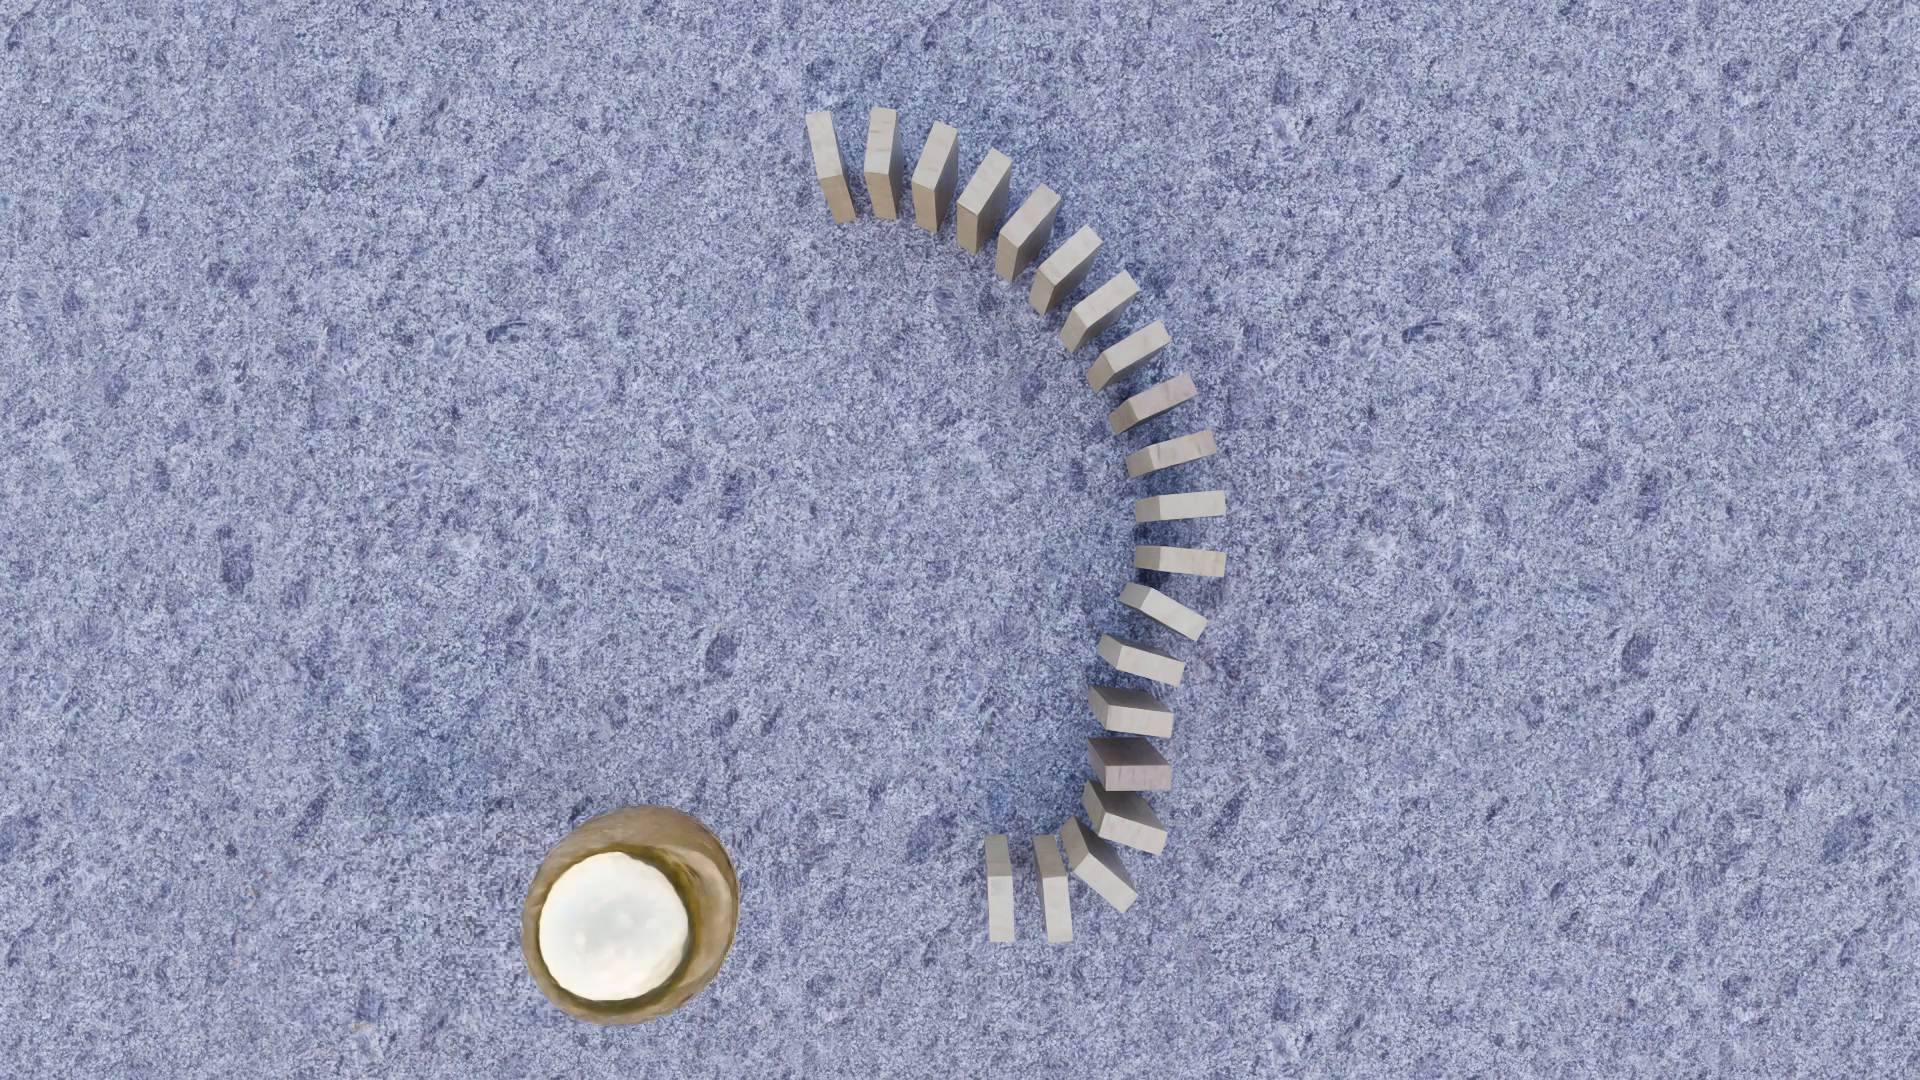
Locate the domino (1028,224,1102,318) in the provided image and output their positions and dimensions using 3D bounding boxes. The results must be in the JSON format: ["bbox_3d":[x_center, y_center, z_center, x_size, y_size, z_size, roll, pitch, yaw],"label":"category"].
[{"bbox_3d":[0.042,-0.109,0.375,0.025,0.050,0.010,-42,90,0],"label":"domino"}]

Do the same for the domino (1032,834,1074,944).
[{"bbox_3d":[0.037,0.141,0.375,0.010,0.050,0.025,-5,90,0],"label":"domino"}]

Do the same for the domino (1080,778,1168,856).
[{"bbox_3d":[0.066,0.112,0.375,0.025,0.050,0.009,18,90,0],"label":"domino"}]

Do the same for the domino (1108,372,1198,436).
[{"bbox_3d":[0.078,-0.055,0.375,0.025,0.050,0.010,-24,90,0],"label":"domino"}]

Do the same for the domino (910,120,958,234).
[{"bbox_3d":[-0.010,-0.147,0.375,0.009,0.050,0.025,22,90,0],"label":"domino"}]

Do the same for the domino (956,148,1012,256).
[{"bbox_3d":[0.009,-0.137,0.375,0.010,0.050,0.025,33,90,0],"label":"domino"}]

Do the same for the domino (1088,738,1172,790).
[{"bbox_3d":[0.068,0.091,0.375,0.025,0.050,0.009,-1,90,0],"label":"domino"}]

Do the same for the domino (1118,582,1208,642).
[{"bbox_3d":[0.082,0.029,0.375,0.025,0.050,0.009,30,90,0],"label":"domino"}]

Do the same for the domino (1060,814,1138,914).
[{"bbox_3d":[0.056,0.131,0.375,0.025,0.050,0.010,41,90,0],"label":"domino"}]

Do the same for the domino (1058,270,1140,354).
[{"bbox_3d":[0.056,-0.092,0.375,0.025,0.050,0.010,-36,90,0],"label":"domino"}]

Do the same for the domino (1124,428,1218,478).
[{"bbox_3d":[0.085,-0.035,0.375,0.025,0.050,0.009,-15,90,0],"label":"domino"}]

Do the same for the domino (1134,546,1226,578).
[{"bbox_3d":[0.089,0.008,0.375,0.025,0.050,0.009,6,90,0],"label":"domino"}]

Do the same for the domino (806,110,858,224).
[{"bbox_3d":[-0.052,-0.151,0.375,0.009,0.050,0.025,-12,90,0],"label":"domino"}]

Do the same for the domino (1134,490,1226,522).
[{"bbox_3d":[0.089,-0.013,0.375,0.025,0.050,0.009,-5,90,0],"label":"domino"}]

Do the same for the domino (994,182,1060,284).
[{"bbox_3d":[0.027,-0.124,0.375,0.010,0.050,0.025,41,90,0],"label":"domino"}]

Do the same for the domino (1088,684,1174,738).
[{"bbox_3d":[0.069,0.069,0.375,0.025,0.050,0.010,7,90,0],"label":"domino"}]

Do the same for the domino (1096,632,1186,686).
[{"bbox_3d":[0.073,0.048,0.375,0.025,0.050,0.009,16,90,0],"label":"domino"}]

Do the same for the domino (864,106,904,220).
[{"bbox_3d":[-0.031,-0.153,0.375,0.010,0.050,0.025,8,90,0],"label":"domino"}]

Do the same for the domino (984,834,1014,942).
[{"bbox_3d":[0.016,0.141,0.375,0.009,0.050,0.025,-2,90,0],"label":"domino"}]

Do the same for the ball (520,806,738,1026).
[{"bbox_3d":[-0.128,0.146,0.360,0.080,0.080,0.080,0,90,0],"label":"ball"}]

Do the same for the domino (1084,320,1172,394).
[{"bbox_3d":[0.068,-0.074,0.375,0.025,0.050,0.009,-30,90,0],"label":"domino"}]
